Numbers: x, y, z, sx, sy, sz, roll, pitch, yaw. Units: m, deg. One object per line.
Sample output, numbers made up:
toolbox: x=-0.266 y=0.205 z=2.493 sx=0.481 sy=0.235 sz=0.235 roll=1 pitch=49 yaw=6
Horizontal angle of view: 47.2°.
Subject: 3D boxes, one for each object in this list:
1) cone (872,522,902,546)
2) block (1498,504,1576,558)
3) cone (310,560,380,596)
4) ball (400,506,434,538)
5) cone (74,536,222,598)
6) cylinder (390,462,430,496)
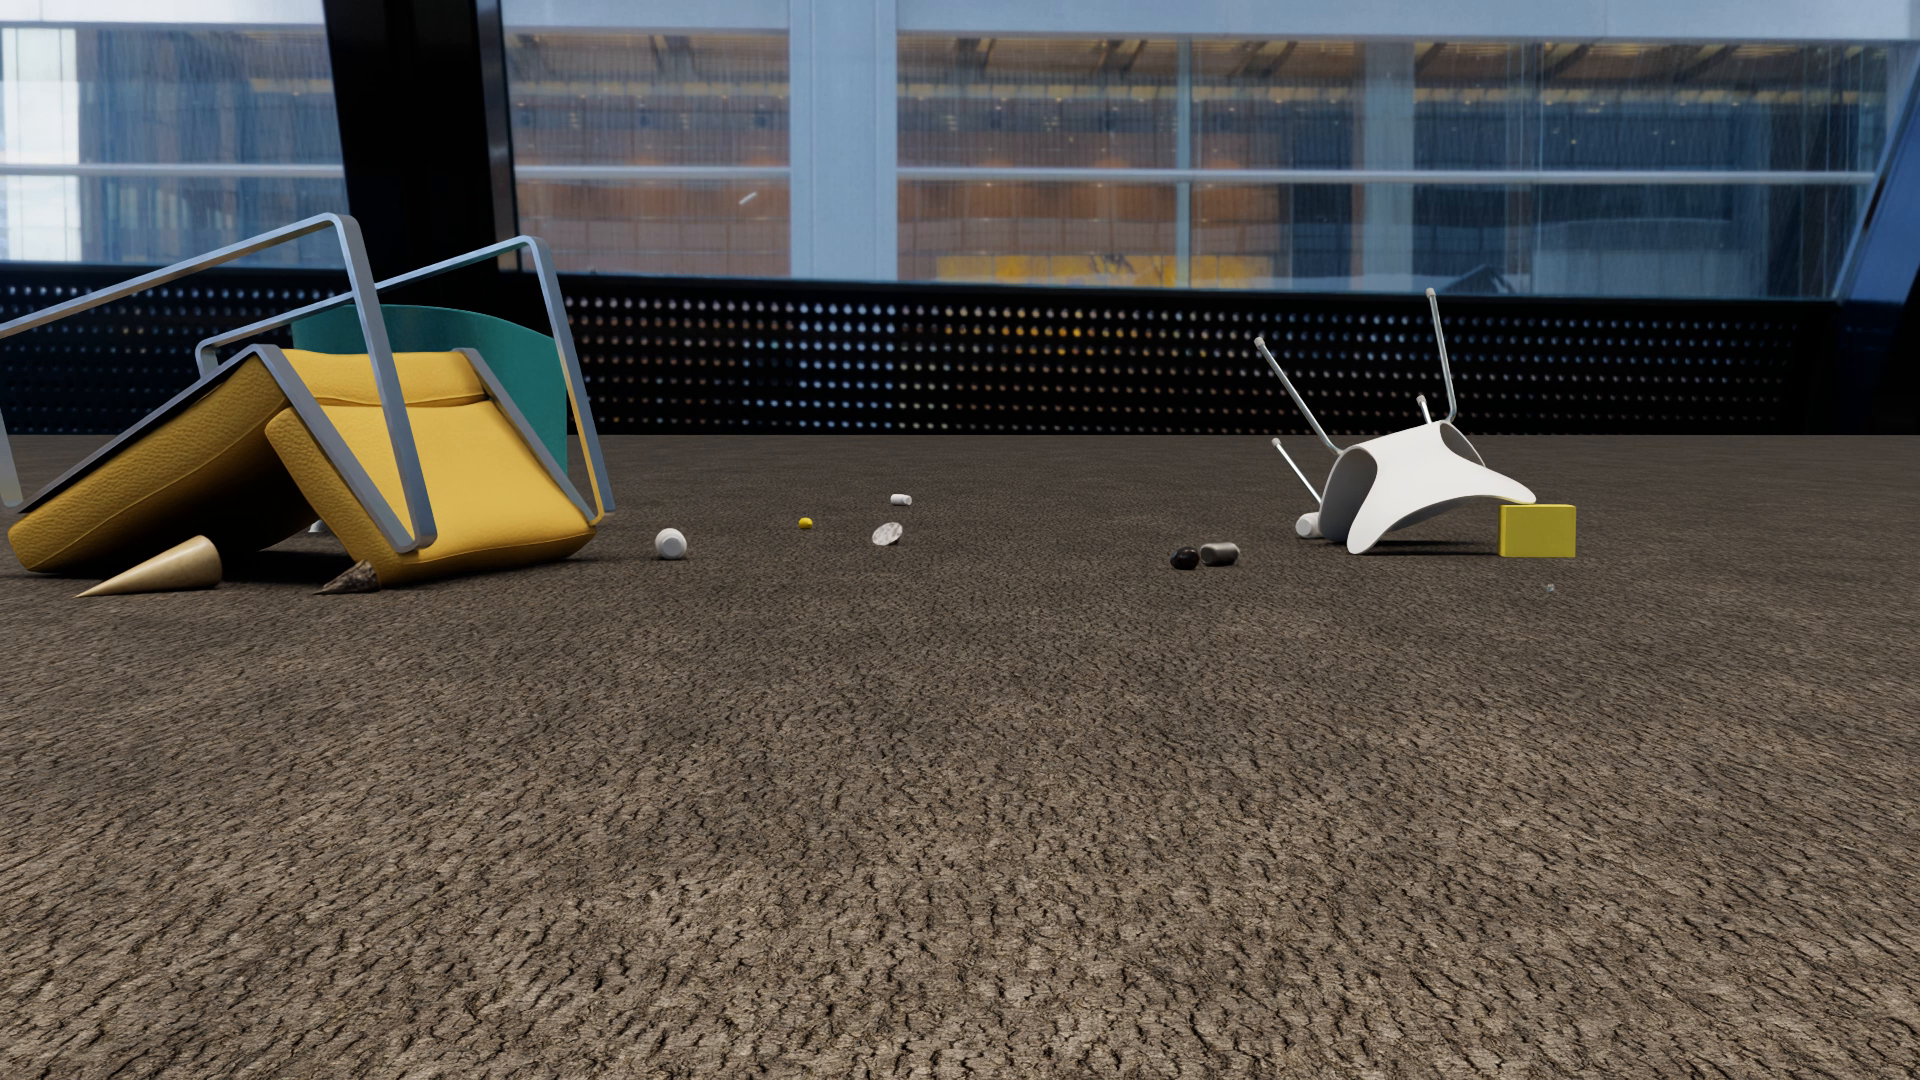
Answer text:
cone: x=-0.194 y=-0.003 z=6.352 sx=0.111 sy=0.078 sz=0.054 roll=-5 pitch=-36 yaw=40
block: x=1.553 y=-0.025 z=5.923 sx=0.186 sy=0.135 sz=0.101 roll=0 pitch=4 yaw=3
cone: x=-1.361 y=0.099 z=4.827 sx=0.142 sy=0.074 sz=0.092 roll=-20 pitch=35 yaw=-31
ball: x=-1.643 y=-0.056 z=6.647 sx=0.099 sy=0.099 sz=0.099 roll=0 pitch=4 yaw=0
cone: x=-1.806 y=0.087 z=4.848 sx=0.128 sy=0.122 sz=0.325 roll=18 pitch=25 yaw=35
cylinder: x=-2.294 y=-0.252 z=9.170 sx=0.117 sy=0.167 sz=0.104 roll=-4 pitch=46 yaw=-45
